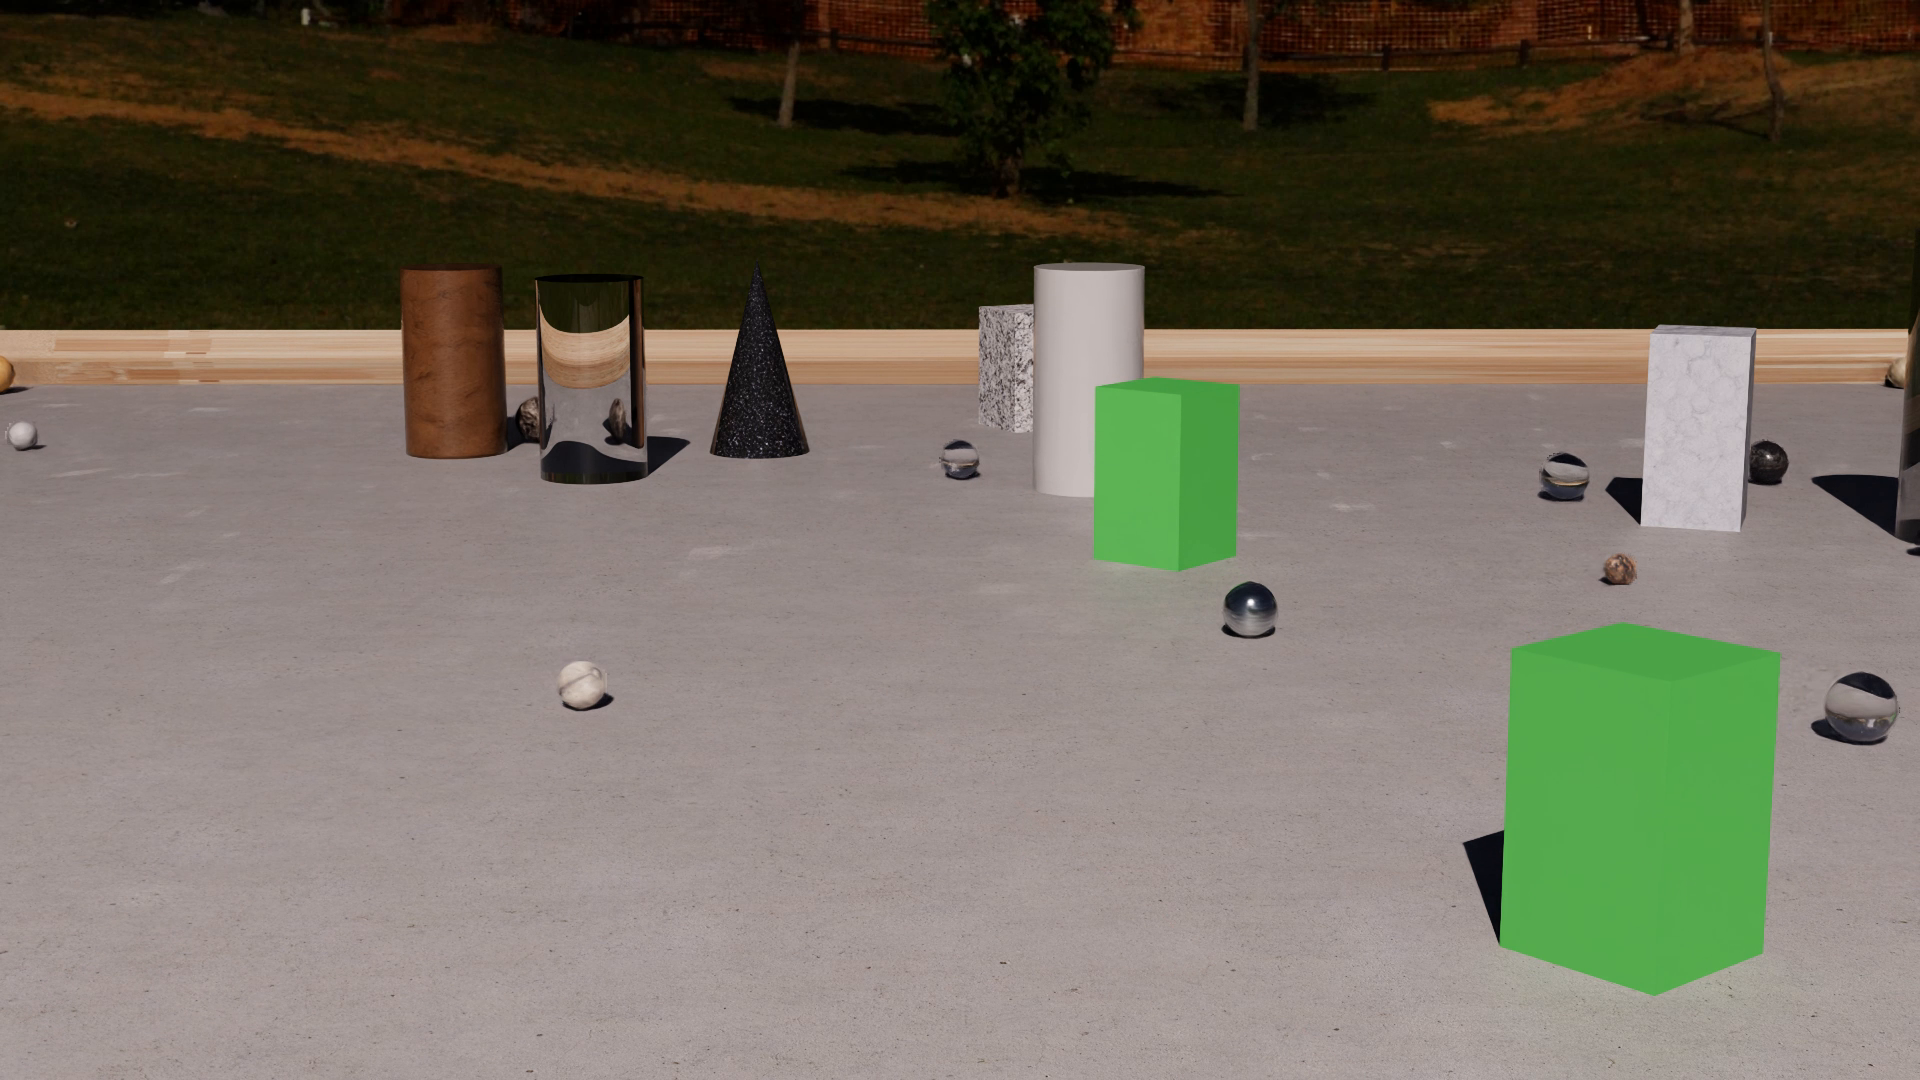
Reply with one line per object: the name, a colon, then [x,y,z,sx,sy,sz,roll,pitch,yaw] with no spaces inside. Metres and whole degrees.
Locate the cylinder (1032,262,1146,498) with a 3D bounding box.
cylinder: [0.221,-0.278,4.409,0.190,0.383,0.190,0,11,0]

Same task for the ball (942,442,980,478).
ball: [0.001,-0.142,4.545,0.066,0.066,0.066,0,11,0]

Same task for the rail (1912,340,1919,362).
rail: [2.198,0.029,3.462,0.045,0.123,4.923,0,11,0]

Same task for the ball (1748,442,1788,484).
ball: [1.409,-0.135,4.484,0.074,0.074,0.074,0,11,0]

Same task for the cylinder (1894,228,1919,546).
cylinder: [1.546,-0.235,3.926,0.190,0.474,0.190,0,11,0]

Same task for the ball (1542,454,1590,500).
ball: [1.017,-0.105,4.313,0.079,0.079,0.079,0,11,0]

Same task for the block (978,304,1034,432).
block: [0.141,-0.349,5.185,0.152,0.239,0.152,-5,12,-27]

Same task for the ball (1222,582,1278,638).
ball: [0.372,0.089,3.291,0.071,0.071,0.071,0,11,0]

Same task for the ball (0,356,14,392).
ball: [-2.147,-0.369,5.701,0.088,0.088,0.088,0,11,0]

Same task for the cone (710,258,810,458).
cone: [-0.380,-0.348,4.834,0.190,0.366,0.190,0,11,0]

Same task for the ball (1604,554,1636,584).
ball: [0.931,0.041,3.620,0.044,0.044,0.044,0,11,0]

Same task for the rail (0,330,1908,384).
rail: [-0.014,-0.415,5.846,4.443,0.123,0.045,0,11,0]

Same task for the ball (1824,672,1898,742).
ball: [0.977,0.181,2.781,0.076,0.076,0.076,0,11,0]

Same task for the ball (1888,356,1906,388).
ball: [2.133,-0.378,5.791,0.073,0.073,0.073,0,11,0]

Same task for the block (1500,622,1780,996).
block: [0.558,0.215,2.109,0.152,0.255,0.152,-9,14,-40]

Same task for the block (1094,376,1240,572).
block: [0.306,-0.101,3.799,0.152,0.258,0.152,9,14,38]

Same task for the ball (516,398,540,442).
ball: [-0.817,-0.233,4.976,0.088,0.088,0.088,0,11,0]

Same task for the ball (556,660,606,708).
ball: [-0.432,0.165,2.926,0.055,0.055,0.055,0,11,0]

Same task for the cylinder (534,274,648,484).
cylinder: [-0.652,-0.287,4.543,0.190,0.352,0.190,0,11,0]

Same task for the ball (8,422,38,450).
ball: [-1.783,-0.198,4.881,0.053,0.053,0.053,0,11,0]

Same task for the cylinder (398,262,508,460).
cylinder: [-0.952,-0.339,4.828,0.190,0.350,0.190,0,11,0]

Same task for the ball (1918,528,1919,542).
ball: [1.458,-0.007,3.801,0.072,0.072,0.072,0,11,0]

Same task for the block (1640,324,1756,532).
block: [1.181,-0.181,4.100,0.152,0.306,0.152,4,11,20]
